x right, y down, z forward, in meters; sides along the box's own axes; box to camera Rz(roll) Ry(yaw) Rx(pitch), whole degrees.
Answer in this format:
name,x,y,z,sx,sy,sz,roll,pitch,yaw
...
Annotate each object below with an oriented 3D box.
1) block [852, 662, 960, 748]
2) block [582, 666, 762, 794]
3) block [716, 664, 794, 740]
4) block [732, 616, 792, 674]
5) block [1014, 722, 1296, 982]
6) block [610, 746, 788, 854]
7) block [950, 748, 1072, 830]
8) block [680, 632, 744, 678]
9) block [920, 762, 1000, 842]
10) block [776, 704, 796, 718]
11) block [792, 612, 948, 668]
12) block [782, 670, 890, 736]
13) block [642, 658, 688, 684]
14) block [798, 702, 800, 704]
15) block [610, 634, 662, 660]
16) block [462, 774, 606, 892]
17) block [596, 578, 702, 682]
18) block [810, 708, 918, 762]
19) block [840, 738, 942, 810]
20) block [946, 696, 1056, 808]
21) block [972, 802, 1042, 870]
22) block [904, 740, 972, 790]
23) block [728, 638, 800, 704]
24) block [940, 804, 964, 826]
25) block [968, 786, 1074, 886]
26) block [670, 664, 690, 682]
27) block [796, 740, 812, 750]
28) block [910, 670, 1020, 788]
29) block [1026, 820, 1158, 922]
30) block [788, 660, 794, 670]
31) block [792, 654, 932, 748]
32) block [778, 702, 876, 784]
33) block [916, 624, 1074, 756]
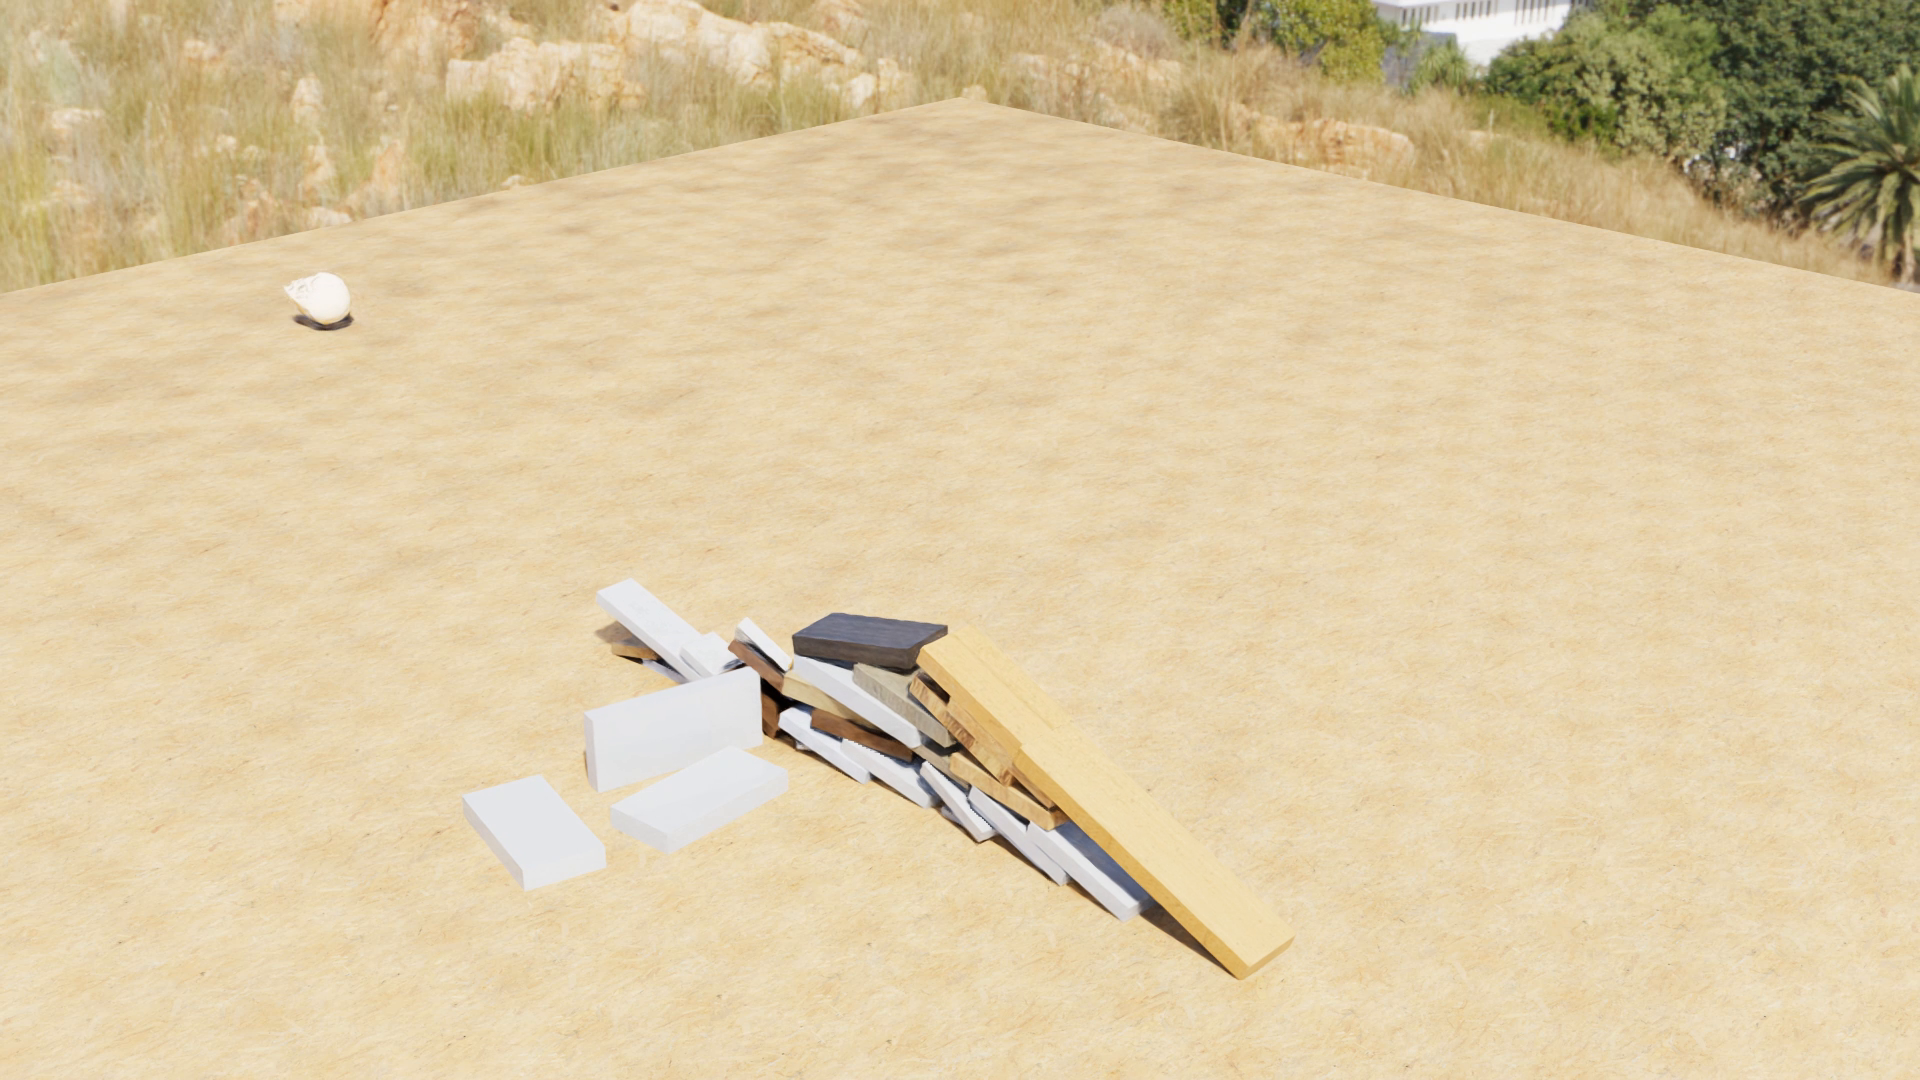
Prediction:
name,x,y,z,sx,sy,sz,roll,pitch,yaw
block,-0.068,0.315,4.458,0.147,0.042,0.294,-17,35,-38
block,-0.598,0.396,4.613,0.385,0.167,0.047,-14,26,-31
block,-0.436,0.349,4.811,0.195,0.028,0.098,40,41,24
block,-0.414,0.263,4.876,0.209,0.104,0.030,43,71,2
block,0.355,0.567,4.073,0.146,0.041,0.598,-23,55,-42
block,-0.526,0.524,4.465,0.167,0.047,0.335,18,29,37
block,0.122,0.469,4.293,0.134,0.038,0.268,-21,36,-40
block,-0.523,0.288,4.894,0.195,0.028,0.098,40,41,24
block,0.020,0.509,4.397,0.101,0.029,0.202,-17,50,-36
block,-0.335,0.399,4.754,0.113,0.016,0.057,36,38,25
block,-0.187,0.207,4.571,0.294,0.042,0.147,5,20,34
block,-0.189,0.324,4.625,0.329,0.047,0.165,19,30,23
block,-0.640,0.290,5.046,0.088,0.025,0.175,-21,31,-40
block,-0.294,0.377,4.747,0.113,0.016,0.057,28,35,15
block,-0.722,0.246,5.094,0.088,0.025,0.175,-21,16,-40
block,-0.845,0.575,4.346,0.167,0.047,0.335,-14,26,-29
block,-0.649,0.226,4.995,0.432,0.030,0.104,36,39,28
block,-0.177,0.385,4.596,0.239,0.034,0.120,18,29,22
block,-0.118,0.463,4.559,0.239,0.034,0.120,31,35,29
block,0.126,0.384,4.256,0.146,0.041,0.292,-22,55,-42
block,0.128,0.558,4.326,0.101,0.029,0.202,-22,51,-41
block,-0.011,0.428,4.426,0.101,0.029,0.202,-18,35,-38
block,-0.414,0.291,4.801,0.195,0.028,0.098,37,-1,19
block,0.018,0.555,4.433,0.054,0.015,0.108,-21,31,-40
block,0.157,0.551,4.290,0.134,0.038,0.268,-20,49,-40
block,-0.578,0.295,4.972,0.175,0.025,0.088,37,39,30
block,-0.327,0.406,4.719,0.057,0.016,0.113,7,36,-16
block,0.052,0.352,4.330,0.147,0.042,0.294,-21,53,-40
block,0.267,0.606,4.186,0.134,0.038,0.268,-20,47,-40
block,-0.287,0.300,4.860,0.104,0.030,0.209,46,18,19
block,-0.163,0.306,4.557,0.165,0.047,0.373,-20,36,-40
block,-0.254,0.418,4.649,0.239,0.034,0.120,32,36,25
block,0.067,0.292,4.272,0.146,0.041,0.292,-22,55,-43
